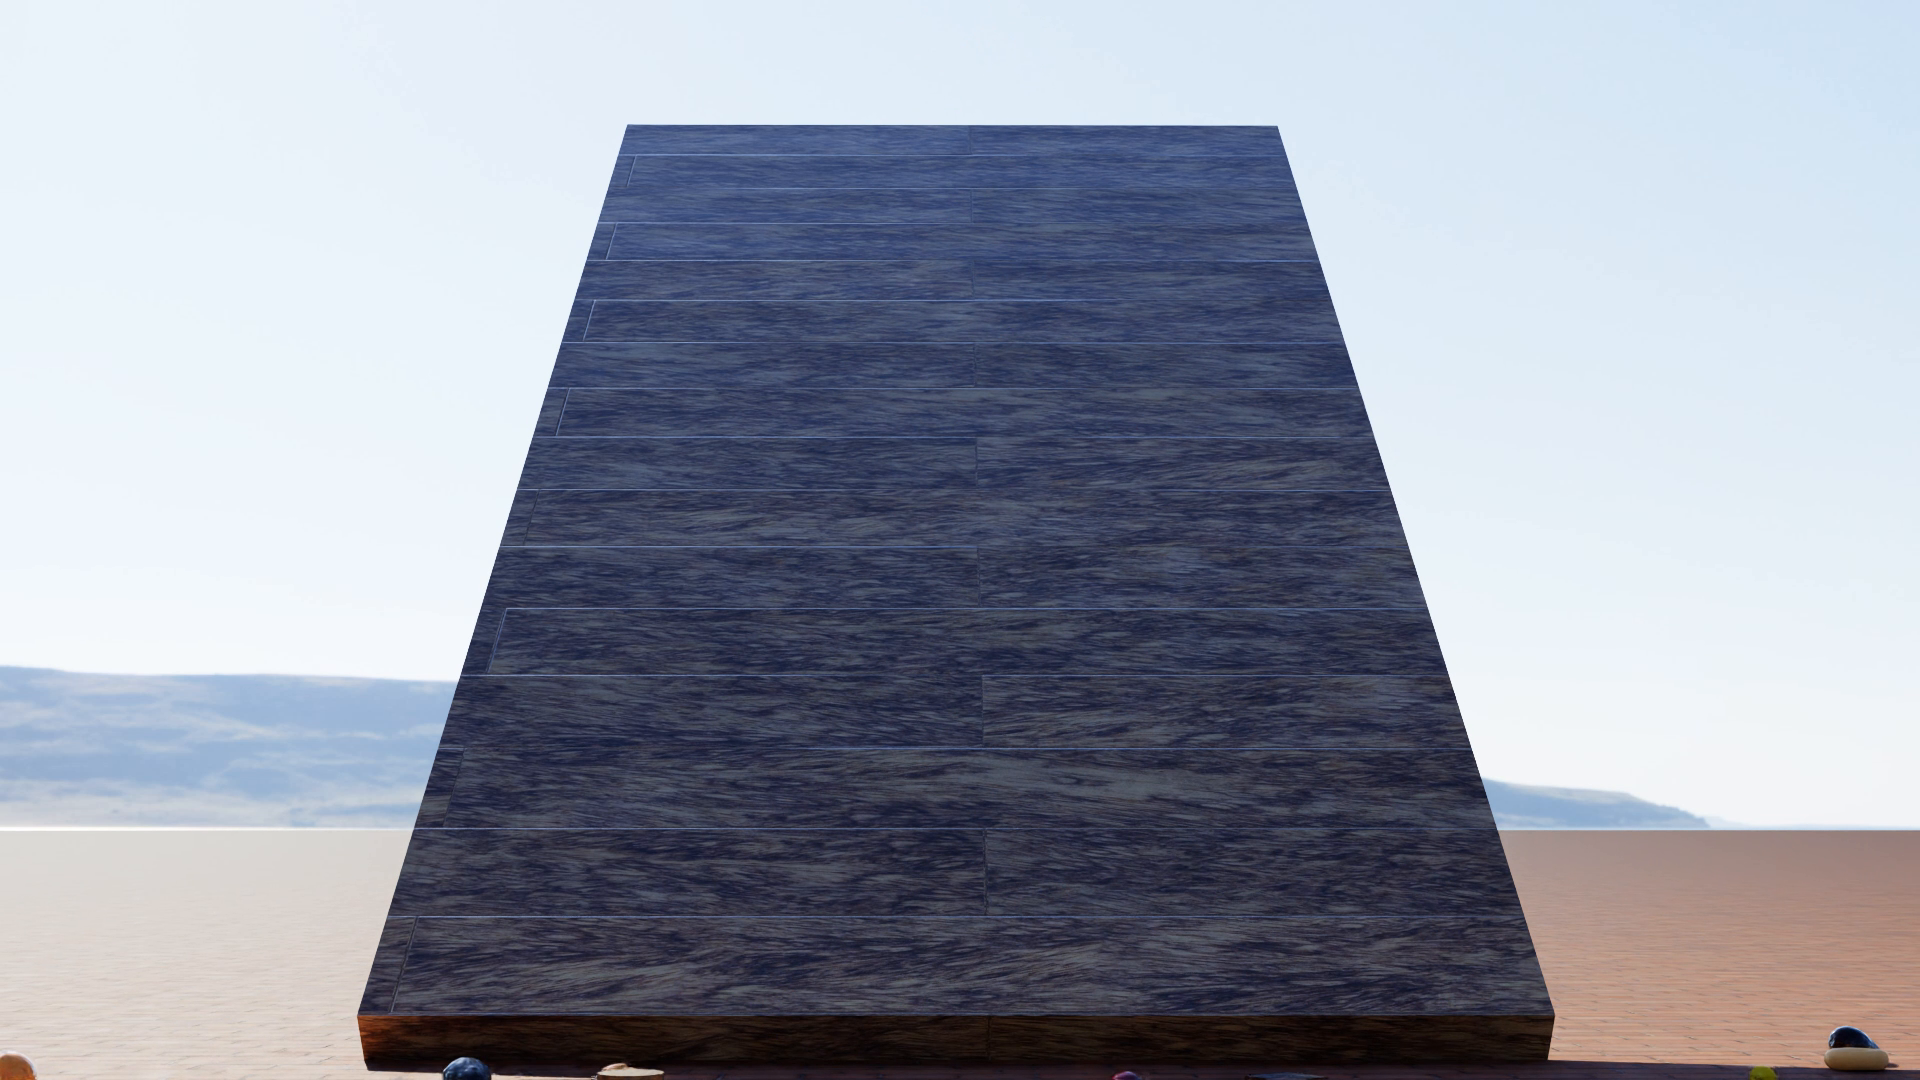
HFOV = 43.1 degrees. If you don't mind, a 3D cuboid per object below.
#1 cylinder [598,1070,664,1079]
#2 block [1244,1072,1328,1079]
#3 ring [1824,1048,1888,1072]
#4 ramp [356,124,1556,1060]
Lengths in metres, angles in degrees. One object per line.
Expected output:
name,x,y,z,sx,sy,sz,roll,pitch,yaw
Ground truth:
cylinder,-0.416,0.716,3.075,0.084,0.084,0.084,0,-7,0
block,0.418,0.725,3.113,0.075,0.075,0.075,5,-8,-36
ring,1.458,0.845,3.957,0.100,0.033,0.100,0,-8,0
ramp,-0.014,-0.199,5.797,2.000,0.100,4.000,0,31,0
